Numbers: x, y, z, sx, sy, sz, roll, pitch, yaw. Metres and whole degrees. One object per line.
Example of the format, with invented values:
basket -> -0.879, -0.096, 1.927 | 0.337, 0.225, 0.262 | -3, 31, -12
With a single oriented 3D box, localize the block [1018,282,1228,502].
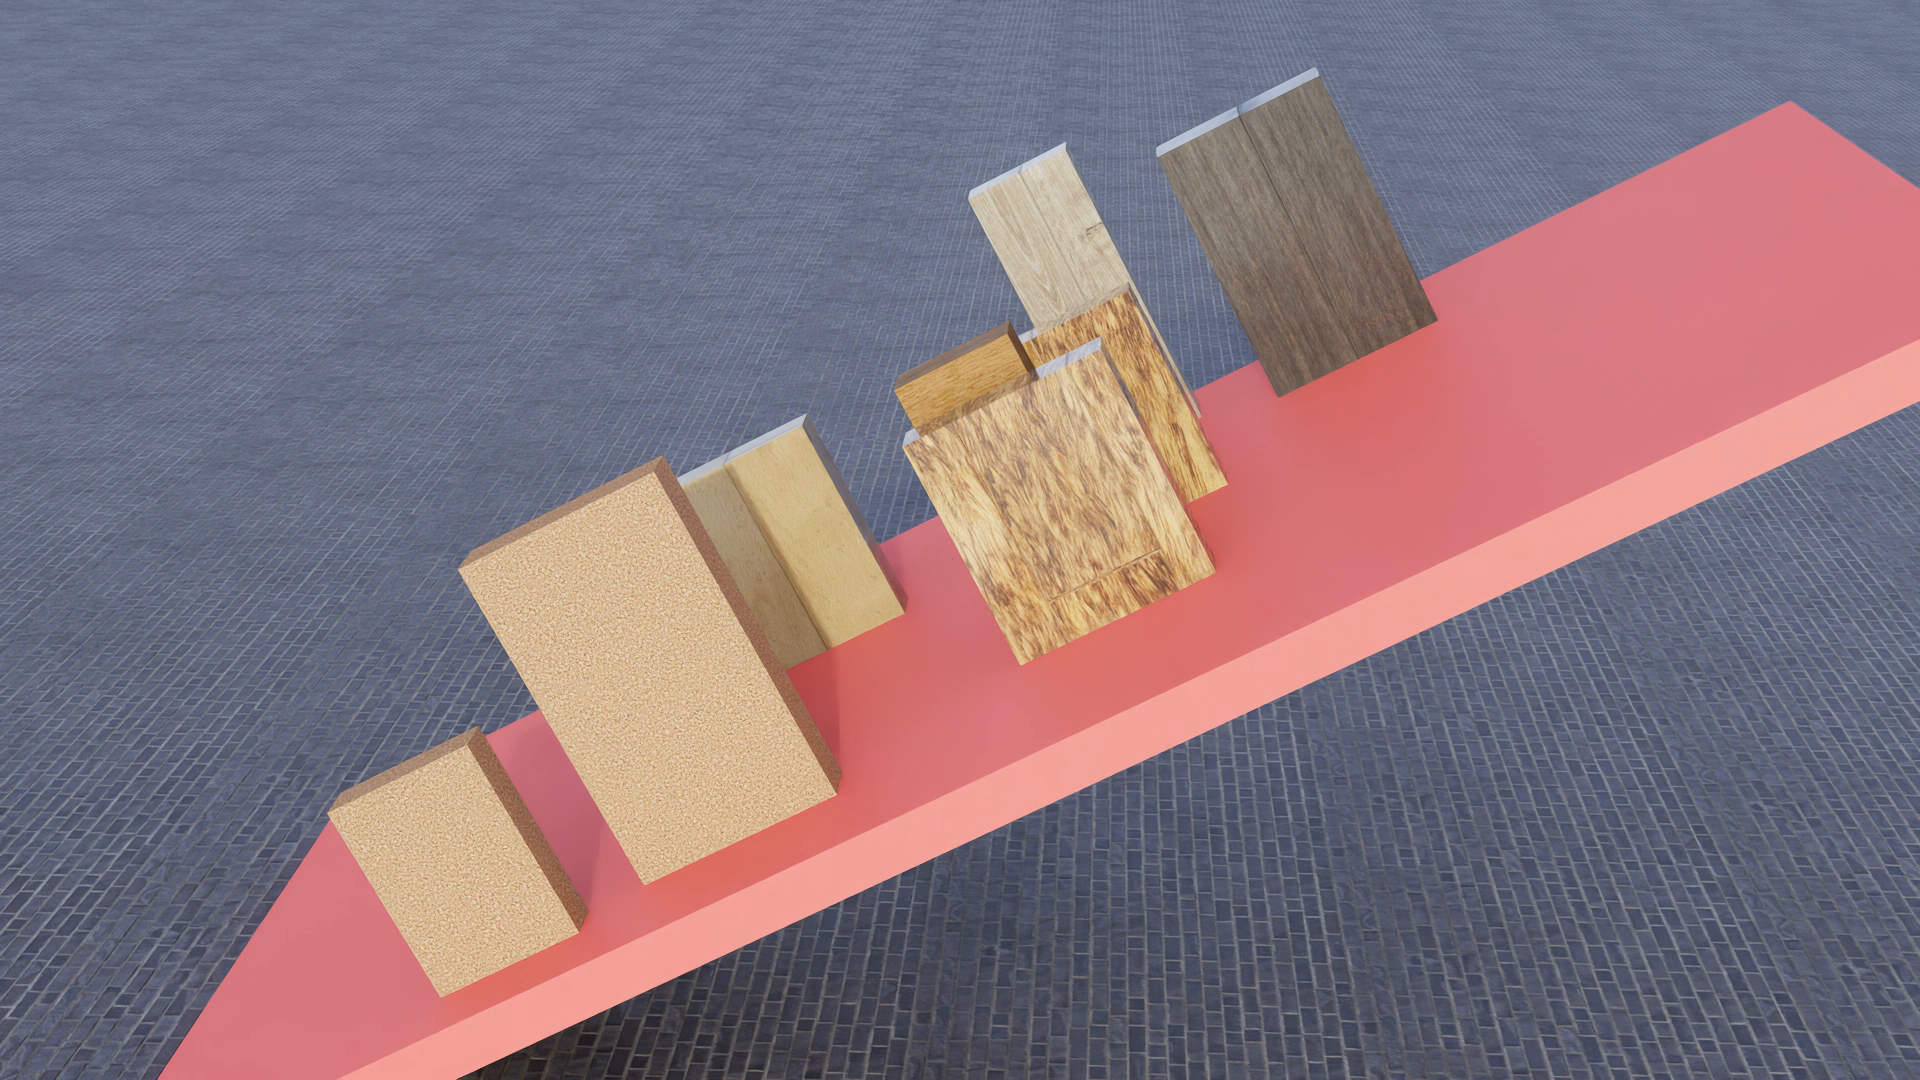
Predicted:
block -> 0.303, -0.256, 6.284 | 0.364, 0.471, 0.095 | -26, 14, 10

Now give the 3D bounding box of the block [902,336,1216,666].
block -> 0.197, -0.074, 5.773 | 0.430, 0.502, 0.110 | -26, 14, 10

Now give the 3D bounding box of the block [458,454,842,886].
block -> -0.589, 0.255, 5.654 | 0.427, 0.721, 0.119 | -26, 14, 10

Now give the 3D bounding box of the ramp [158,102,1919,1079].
ramp -> 0.140, 0.167, 6.281 | 4.000, 0.100, 2.000 | -26, 14, 10

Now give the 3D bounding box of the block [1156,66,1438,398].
block -> 0.762, -0.694, 6.657 | 0.399, 0.619, 0.140 | -26, 14, 10

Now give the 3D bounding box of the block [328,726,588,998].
block -> -0.966, 0.622, 5.677 | 0.312, 0.431, 0.104 | -26, 14, 10

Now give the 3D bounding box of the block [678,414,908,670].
block -> -0.430, 0.035, 6.631 | 0.445, 0.486, 0.112 | -26, 14, 10

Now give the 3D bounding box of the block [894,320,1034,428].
block -> 0.116, -0.127, 5.969 | 0.254, 0.573, 0.124 | -26, 14, 10

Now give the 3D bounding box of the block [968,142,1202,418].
block -> 0.295, -0.552, 6.877 | 0.251, 0.705, 0.115 | -26, 14, 10
